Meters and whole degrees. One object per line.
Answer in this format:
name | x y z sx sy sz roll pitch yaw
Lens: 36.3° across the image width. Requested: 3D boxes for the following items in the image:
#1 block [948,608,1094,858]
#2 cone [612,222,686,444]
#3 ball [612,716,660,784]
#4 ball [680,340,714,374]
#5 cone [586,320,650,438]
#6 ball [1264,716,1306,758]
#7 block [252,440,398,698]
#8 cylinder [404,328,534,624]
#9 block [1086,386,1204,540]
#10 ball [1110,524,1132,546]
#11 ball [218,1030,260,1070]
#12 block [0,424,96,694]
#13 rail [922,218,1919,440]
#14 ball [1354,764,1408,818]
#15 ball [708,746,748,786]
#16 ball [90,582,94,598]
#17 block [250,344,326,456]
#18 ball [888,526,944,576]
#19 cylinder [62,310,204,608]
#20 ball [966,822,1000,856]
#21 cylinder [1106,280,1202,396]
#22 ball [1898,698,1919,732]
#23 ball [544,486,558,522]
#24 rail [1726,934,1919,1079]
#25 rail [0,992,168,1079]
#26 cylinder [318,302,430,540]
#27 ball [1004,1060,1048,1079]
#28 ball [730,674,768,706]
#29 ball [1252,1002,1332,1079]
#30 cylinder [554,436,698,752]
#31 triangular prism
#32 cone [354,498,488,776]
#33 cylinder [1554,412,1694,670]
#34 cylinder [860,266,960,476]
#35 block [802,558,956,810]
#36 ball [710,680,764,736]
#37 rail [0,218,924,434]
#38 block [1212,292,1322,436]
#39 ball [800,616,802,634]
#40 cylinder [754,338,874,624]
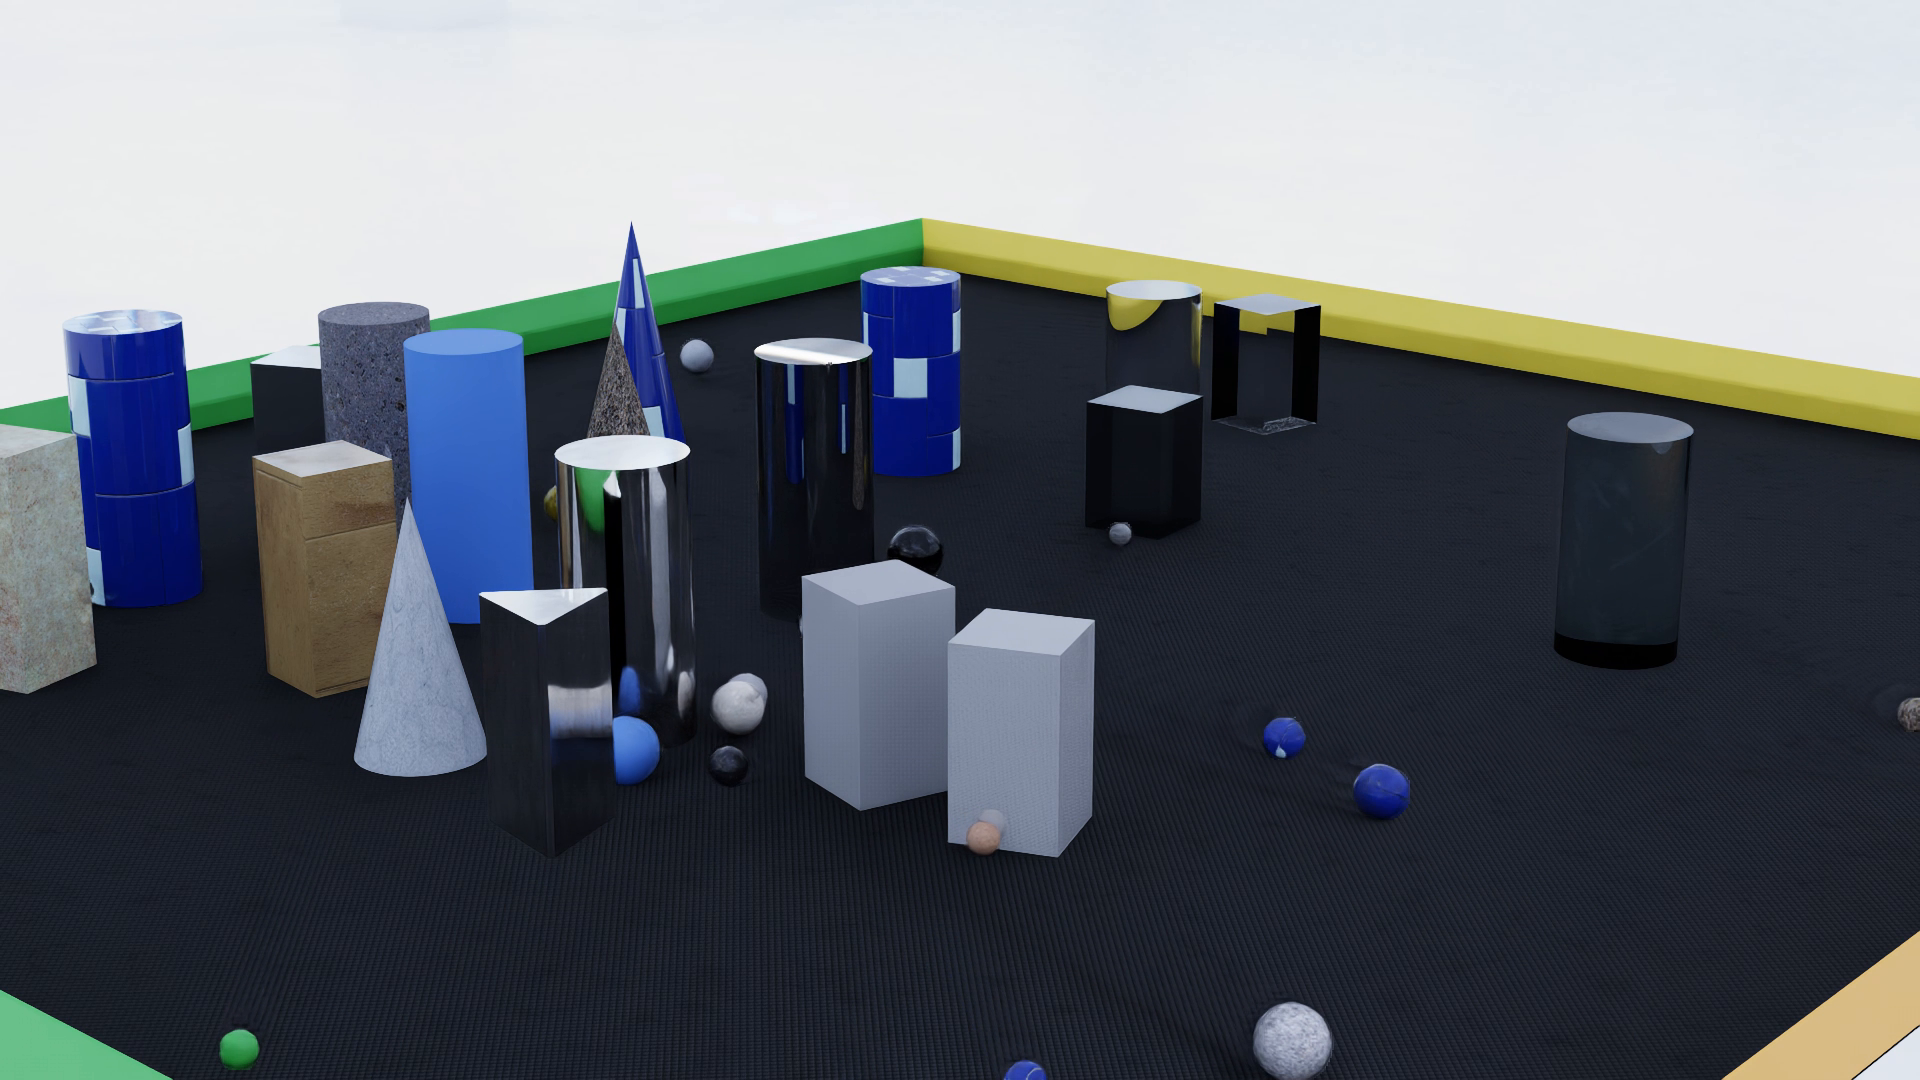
block | 0.085 0.265 4.069 0.160 0.292 0.160 6 18 19
cone | -0.670 -0.426 6.043 0.200 0.477 0.200 0 17 0
ball | -0.486 0.306 4.267 0.100 0.100 0.100 0 17 0
ball | -0.604 -0.420 6.722 0.076 0.076 0.076 0 17 0
cone | -0.652 -0.238 5.589 0.200 0.380 0.200 0 17 0
ball | 0.483 0.295 4.370 0.062 0.062 0.062 0 17 0
block | -1.007 0.044 4.682 0.160 0.362 0.160 -14 22 -38
cylinder | -0.838 -0.111 5.012 0.200 0.468 0.200 0 17 0
block | 0.347 -0.148 5.527 0.160 0.243 0.160 11 20 32
ball | 0.296 -0.010 5.420 0.041 0.041 0.041 0 17 0
ball | -0.839 0.592 3.411 0.045 0.045 0.045 0 17 0
block | -1.515 0.028 4.693 0.160 0.387 0.160 8 18 24
rail | 1.377 -0.425 6.639 3.958 0.130 0.045 14 22 39
ball | 0.594 0.355 4.143 0.077 0.077 0.077 0 17 0
ball | -0.337 0.329 4.263 0.058 0.058 0.058 0 17 0
ball | -1.525 0.090 5.042 0.067 0.067 0.067 0 17 0
block | -1.228 -0.198 5.579 0.160 0.309 0.160 5 18 17
ball | -0.080 0.025 5.202 0.099 0.099 0.099 0 17 0
cylinder | -1.433 -0.142 5.089 0.200 0.484 0.200 0 17 0
ball | 0.030 0.409 4.018 0.046 0.046 0.046 0 17 0
cylinder | 0.407 -0.379 6.186 0.200 0.305 0.200 0 17 0
ball | 1.460 0.266 4.482 0.052 0.052 0.052 0 17 0
ball | -0.749 -0.068 5.550 0.077 0.077 0.077 0 17 0
rail | 1.477 0.402 3.892 0.045 0.130 4.249 14 22 39
rail | -1.377 0.490 3.601 3.958 0.130 0.045 14 22 39
cylinder | -1.063 -0.204 5.379 0.200 0.434 0.200 0 17 0
ball | 0.075 0.615 3.326 0.050 0.050 0.050 0 17 0
ball | -0.331 0.240 4.542 0.067 0.067 0.067 0 17 0
ball | 0.382 0.578 3.379 0.090 0.090 0.090 0 17 0
cylinder | -0.501 0.081 4.420 0.200 0.442 0.200 0 17 0
triangular prism | -0.550 0.241 4.072 0.150 0.336 0.173 -12 21 -35
cone | -0.808 0.127 4.342 0.200 0.399 0.200 0 17 0
cylinder | 1.084 0.000 4.798 0.200 0.380 0.200 0 17 0
cylinder | -0.099 -0.341 5.916 0.200 0.388 0.200 0 17 0
block | -0.117 0.207 4.236 0.160 0.308 0.160 -10 20 -31
ball | -0.340 0.256 4.463 0.083 0.083 0.083 0 17 0
rail | -1.477 -0.337 6.347 0.045 0.130 4.249 14 22 39
block | 0.653 -0.378 6.262 0.160 0.259 0.160 -13 21 -37
ball | -0.233 0.141 4.870 0.068 0.068 0.068 0 17 0
cylinder | -0.247 -0.102 5.013 0.200 0.452 0.200 0 17 0
